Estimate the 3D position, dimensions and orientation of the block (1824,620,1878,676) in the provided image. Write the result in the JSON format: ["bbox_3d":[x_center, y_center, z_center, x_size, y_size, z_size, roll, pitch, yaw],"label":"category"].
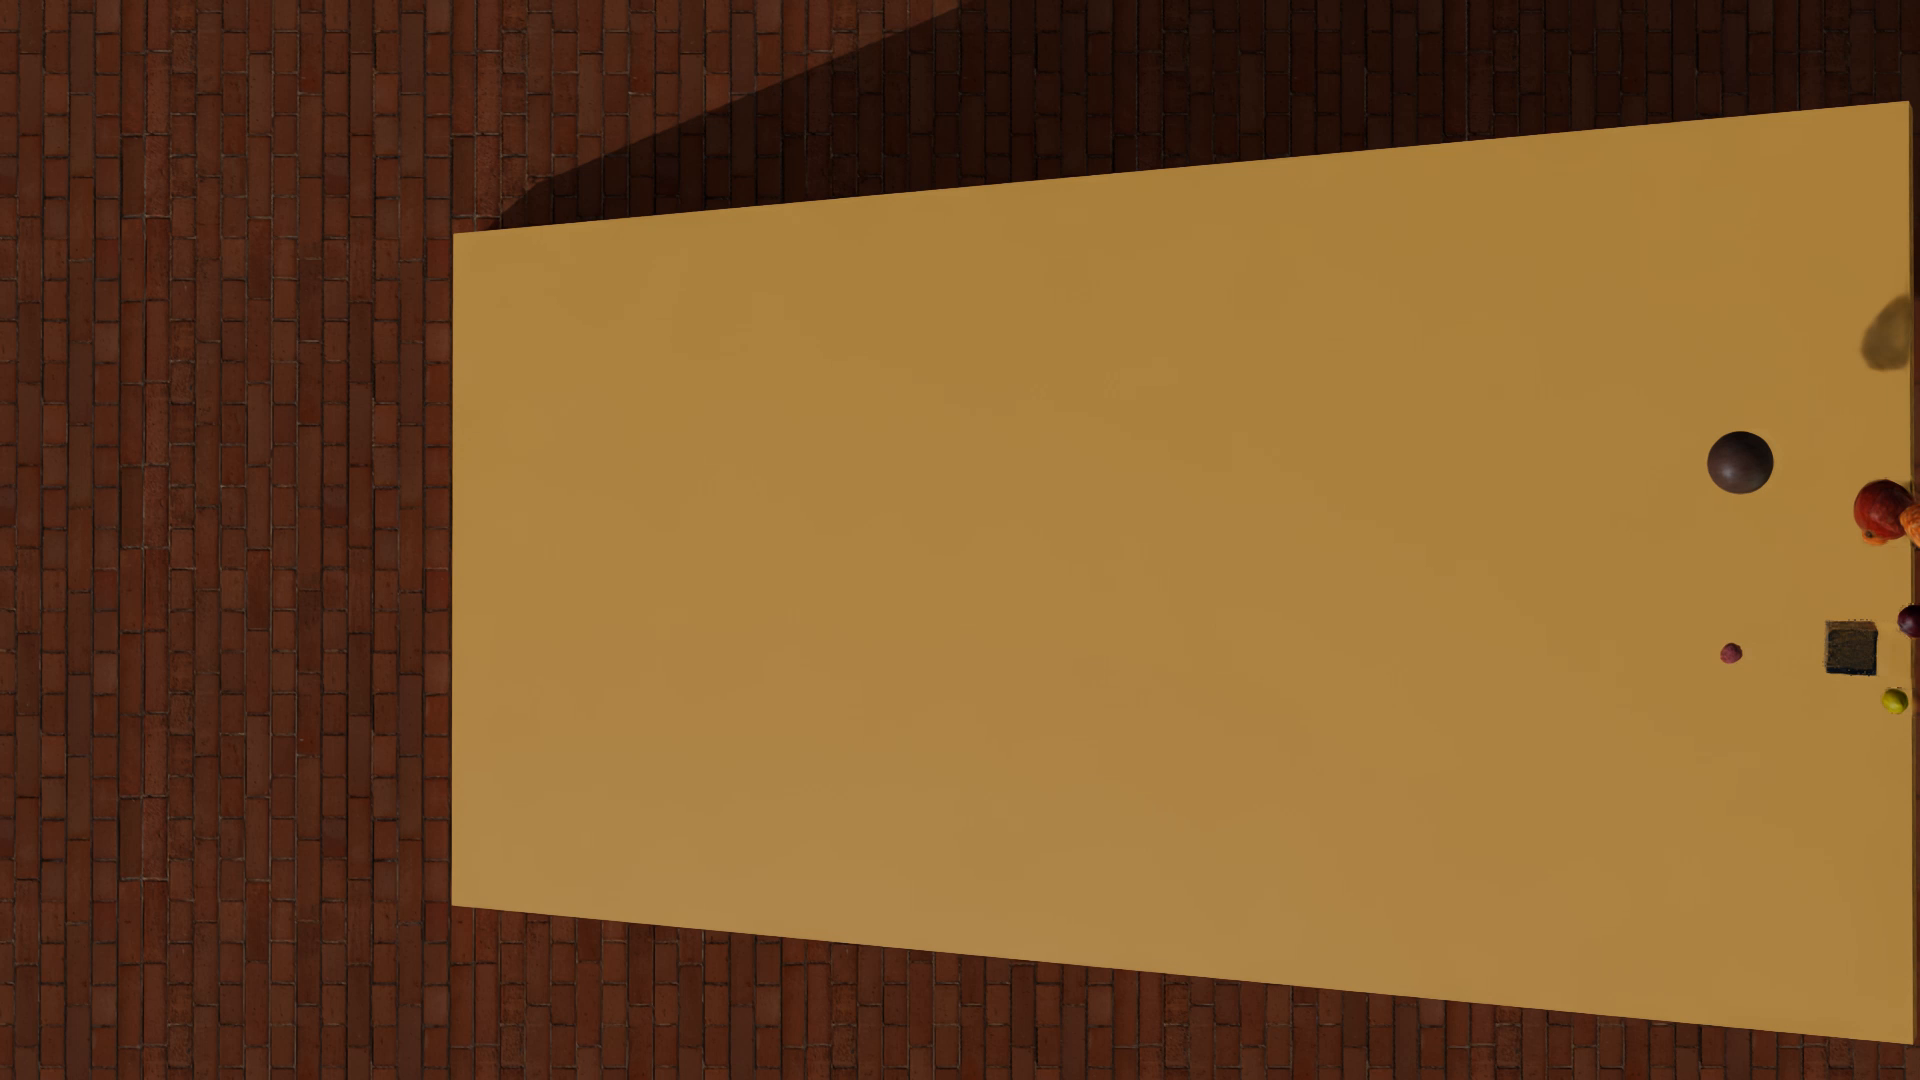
[{"bbox_3d":[1.723,0.209,4.256,0.087,0.087,0.087,2,99,18],"label":"block"}]

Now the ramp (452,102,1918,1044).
[{"bbox_3d":[0.276,0.077,5.649,4.000,0.100,2.000,0,89,28],"label":"ramp"}]
